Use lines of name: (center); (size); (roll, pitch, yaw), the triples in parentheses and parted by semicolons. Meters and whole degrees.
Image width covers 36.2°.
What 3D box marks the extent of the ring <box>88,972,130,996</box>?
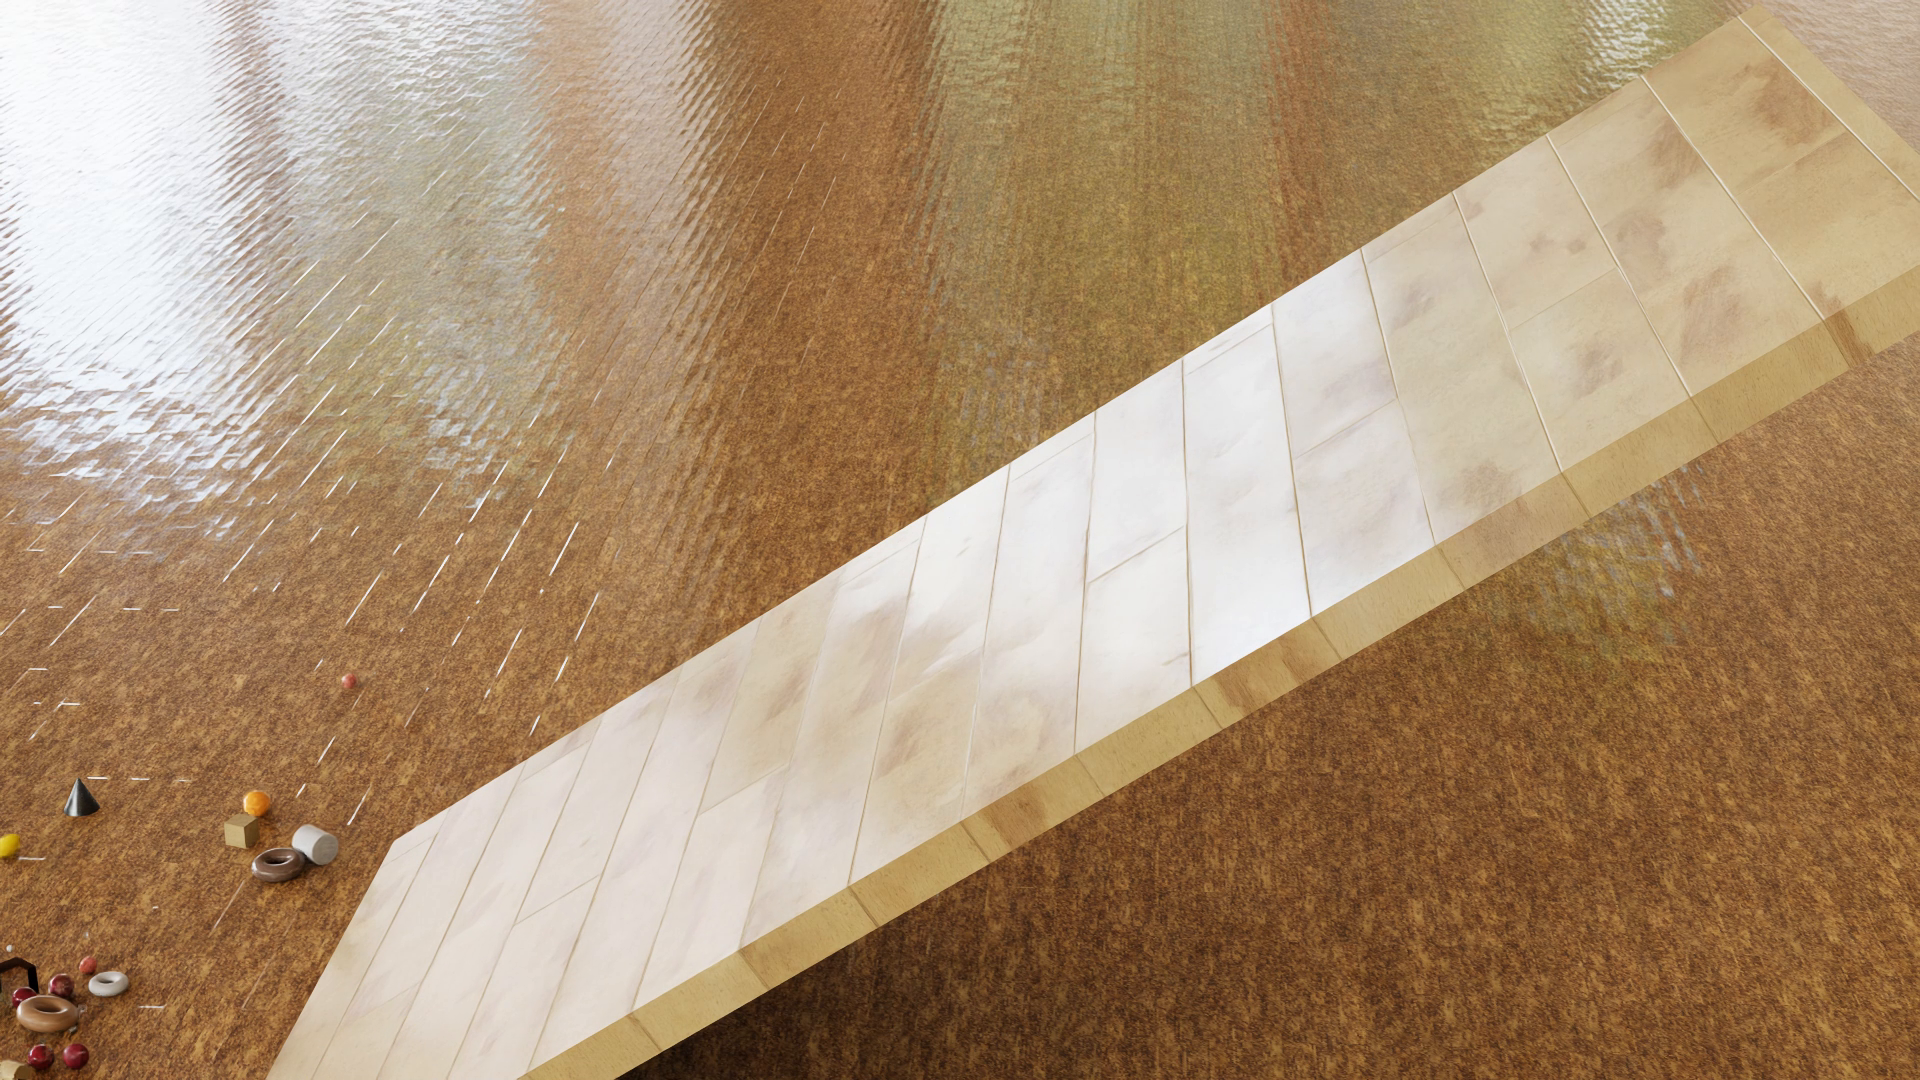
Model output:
ring: (-2.065, 1.077, 7.136); (0.096, 0.032, 0.096); (0, 19, 0)

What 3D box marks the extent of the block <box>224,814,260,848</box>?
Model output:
block: (-1.924, 0.779, 7.879); (0.064, 0.064, 0.064); (8, 22, 21)

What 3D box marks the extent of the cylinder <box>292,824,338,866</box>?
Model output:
cylinder: (-1.705, 0.806, 7.778); (0.086, 0.086, 0.086); (18, 27, 39)

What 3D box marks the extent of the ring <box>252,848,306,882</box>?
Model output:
ring: (-1.787, 0.852, 7.712); (0.141, 0.047, 0.141); (-1, 22, 0)

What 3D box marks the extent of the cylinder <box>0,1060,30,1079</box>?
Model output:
cylinder: (-2.167, 1.221, 6.725); (0.053, 0.053, 0.053); (6, 21, 25)

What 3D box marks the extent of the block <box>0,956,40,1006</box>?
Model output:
block: (-2.284, 1.065, 7.102); (0.077, 0.077, 0.077); (16, 26, 36)

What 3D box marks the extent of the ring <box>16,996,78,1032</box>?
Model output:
ring: (-2.162, 1.124, 6.970); (0.144, 0.048, 0.144); (12, 13, -3)

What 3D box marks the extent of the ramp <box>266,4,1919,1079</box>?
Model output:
ramp: (0.138, 0.172, 6.299); (4.000, 0.100, 2.000); (-31, 16, 14)

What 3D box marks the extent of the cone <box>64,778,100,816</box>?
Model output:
cone: (-2.413, 0.692, 8.062); (0.098, 0.098, 0.098); (0, 21, 0)
